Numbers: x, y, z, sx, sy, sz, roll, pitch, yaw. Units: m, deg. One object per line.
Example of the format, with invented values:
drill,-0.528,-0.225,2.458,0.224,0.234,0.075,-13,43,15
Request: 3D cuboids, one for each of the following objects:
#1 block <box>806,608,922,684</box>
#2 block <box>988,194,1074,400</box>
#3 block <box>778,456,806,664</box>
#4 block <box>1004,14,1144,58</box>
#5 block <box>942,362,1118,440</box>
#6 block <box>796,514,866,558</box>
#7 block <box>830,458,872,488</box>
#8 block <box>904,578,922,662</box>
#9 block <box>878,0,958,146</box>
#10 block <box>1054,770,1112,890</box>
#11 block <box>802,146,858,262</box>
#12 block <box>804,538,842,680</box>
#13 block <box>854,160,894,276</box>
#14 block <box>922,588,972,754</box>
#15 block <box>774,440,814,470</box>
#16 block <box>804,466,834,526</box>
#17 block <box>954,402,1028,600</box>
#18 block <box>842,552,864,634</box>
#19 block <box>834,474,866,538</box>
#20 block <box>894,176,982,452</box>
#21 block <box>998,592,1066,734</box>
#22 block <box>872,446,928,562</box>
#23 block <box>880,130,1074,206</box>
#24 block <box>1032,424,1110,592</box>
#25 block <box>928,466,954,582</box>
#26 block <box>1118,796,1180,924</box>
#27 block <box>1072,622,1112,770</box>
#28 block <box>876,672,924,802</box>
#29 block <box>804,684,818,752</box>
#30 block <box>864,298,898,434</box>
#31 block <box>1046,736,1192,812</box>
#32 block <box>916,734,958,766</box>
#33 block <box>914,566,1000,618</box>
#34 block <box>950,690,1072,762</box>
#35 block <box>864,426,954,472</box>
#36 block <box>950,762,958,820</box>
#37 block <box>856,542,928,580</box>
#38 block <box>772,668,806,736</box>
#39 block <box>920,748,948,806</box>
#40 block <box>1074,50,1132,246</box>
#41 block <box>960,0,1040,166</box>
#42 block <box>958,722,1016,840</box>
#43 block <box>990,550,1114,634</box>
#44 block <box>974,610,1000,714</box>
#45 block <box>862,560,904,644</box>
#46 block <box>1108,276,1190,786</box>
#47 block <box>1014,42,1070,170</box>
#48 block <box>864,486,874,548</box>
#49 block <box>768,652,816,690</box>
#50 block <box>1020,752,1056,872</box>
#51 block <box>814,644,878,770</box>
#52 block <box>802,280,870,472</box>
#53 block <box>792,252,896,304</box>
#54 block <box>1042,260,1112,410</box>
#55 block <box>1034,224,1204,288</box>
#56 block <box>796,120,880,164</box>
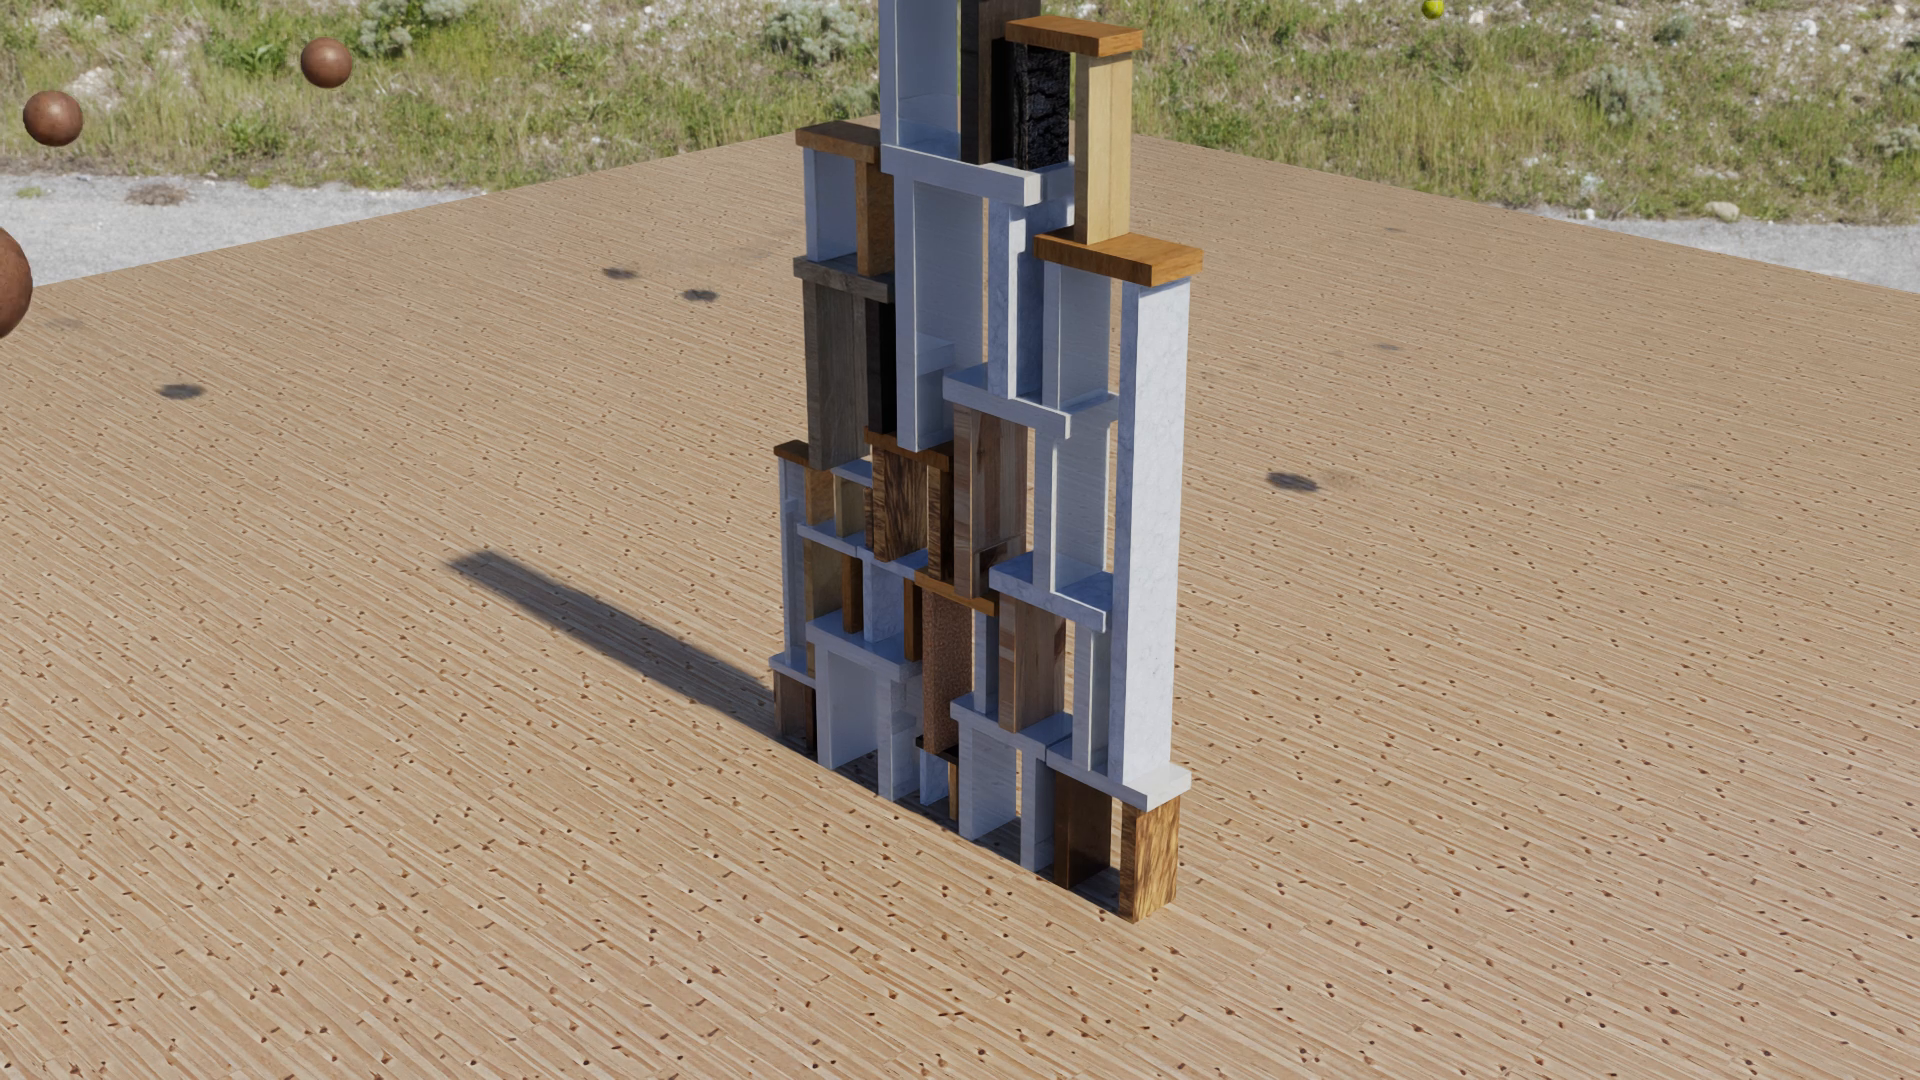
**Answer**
block,-0.170,0.208,4.500,0.281,0.040,0.140,21,31,41
block,0.129,-0.443,3.896,0.050,0.355,0.177,21,31,40
block,-0.345,0.038,4.619,0.018,0.470,0.063,21,31,40
block,0.189,-0.841,3.665,0.107,0.030,0.214,-21,31,-40
block,0.130,-0.259,3.971,0.304,0.043,0.152,21,31,40
block,-0.241,-0.012,4.487,0.175,0.025,0.088,21,31,40
block,-0.191,-0.135,4.380,0.130,0.018,0.065,20,30,41
block,-0.070,0.145,4.369,0.089,0.178,0.025,-21,31,-40
block,-0.074,-0.870,3.929,0.043,0.306,0.153,21,31,40
block,0.235,0.532,4.191,0.035,0.247,0.124,21,31,41
block,-0.246,-0.651,4.210,0.031,0.218,0.109,20,31,41
block,-0.282,0.131,4.593,0.025,0.320,0.088,21,31,40
block,-0.144,-0.612,4.115,0.109,0.218,0.031,-21,30,-40
block,-0.025,0.245,4.353,0.030,0.356,0.107,21,31,40
block,-0.317,-0.175,4.496,0.063,0.018,0.125,-21,31,-40
block,-0.287,-0.098,4.497,0.018,0.125,0.063,21,31,40
block,0.058,-0.090,4.121,0.043,0.383,0.152,21,31,40
block,-0.199,0.096,4.488,0.025,0.176,0.088,21,31,40
block,-0.221,-0.076,4.437,0.018,0.133,0.065,21,31,40
block,-0.038,-0.433,4.082,0.050,0.518,0.177,21,31,41
block,0.137,0.211,4.161,0.040,0.283,0.141,21,31,41
block,-0.117,-0.085,4.314,0.033,0.239,0.115,21,31,41
block,0.046,-0.662,3.894,0.355,0.050,0.177,21,31,40
block,0.201,-0.071,3.973,0.043,0.304,0.152,21,31,41
block,-0.008,-0.046,4.212,0.033,0.230,0.115,21,31,40
block,0.352,0.577,4.083,0.035,0.247,0.124,21,31,41
block,0.271,0.266,4.040,0.040,0.289,0.141,21,31,41
block,-0.104,0.382,4.502,0.040,0.281,0.140,21,31,41
block,-0.293,0.368,4.697,0.022,0.154,0.077,21,31,41
block,-0.117,-0.346,4.202,0.037,0.264,0.132,20,30,41
block,0.294,0.424,4.082,0.247,0.035,0.124,21,31,41
block,-0.023,0.417,4.428,0.128,0.018,0.064,21,31,41
block,0.026,0.087,4.231,0.213,0.030,0.107,21,31,40
block,0.115,0.348,4.247,0.253,0.036,0.126,21,31,41
block,-0.063,-0.189,4.211,0.230,0.033,0.115,21,31,40
block,0.008,0.496,4.428,0.018,0.128,0.064,21,31,41
block,-0.112,0.035,4.368,0.178,0.025,0.089,21,31,41
block,-0.366,0.340,4.763,0.077,0.154,0.022,-21,31,-41
block,-0.053,0.472,4.484,0.018,0.128,0.064,21,31,41
block,0.240,-0.661,3.686,0.030,0.317,0.107,21,31,41
block,0.070,-0.814,3.796,0.043,0.306,0.153,21,31,40
block,0.055,0.458,4.359,0.036,0.253,0.126,21,31,41
block,0.204,0.089,4.037,0.283,0.040,0.141,21,31,41
block,0.076,0.219,4.232,0.030,0.213,0.107,21,31,41
block,-0.154,0.113,4.446,0.089,0.178,0.025,-21,31,-41
block,0.329,-0.011,3.859,0.037,0.941,0.132,21,31,41
block,0.140,-0.748,3.759,0.030,0.214,0.107,21,31,41
block,-0.161,-0.057,4.387,0.018,0.130,0.065,17,29,37
block,-0.330,0.273,4.696,0.154,0.022,0.077,21,31,40
block,0.174,0.504,4.249,0.036,0.253,0.126,21,31,41
block,-0.236,0.330,4.624,0.040,0.281,0.140,21,31,41
block,-0.242,-0.338,4.341,0.037,0.387,0.132,20,30,41
block,-0.182,-0.510,4.202,0.264,0.037,0.132,21,31,41
block,0.204,-0.371,3.842,0.037,0.265,0.132,21,31,40
block,0.266,-0.486,3.725,0.265,0.037,0.132,21,31,41
block,-0.196,-0.746,4.115,0.109,0.031,0.218,-22,31,-40
